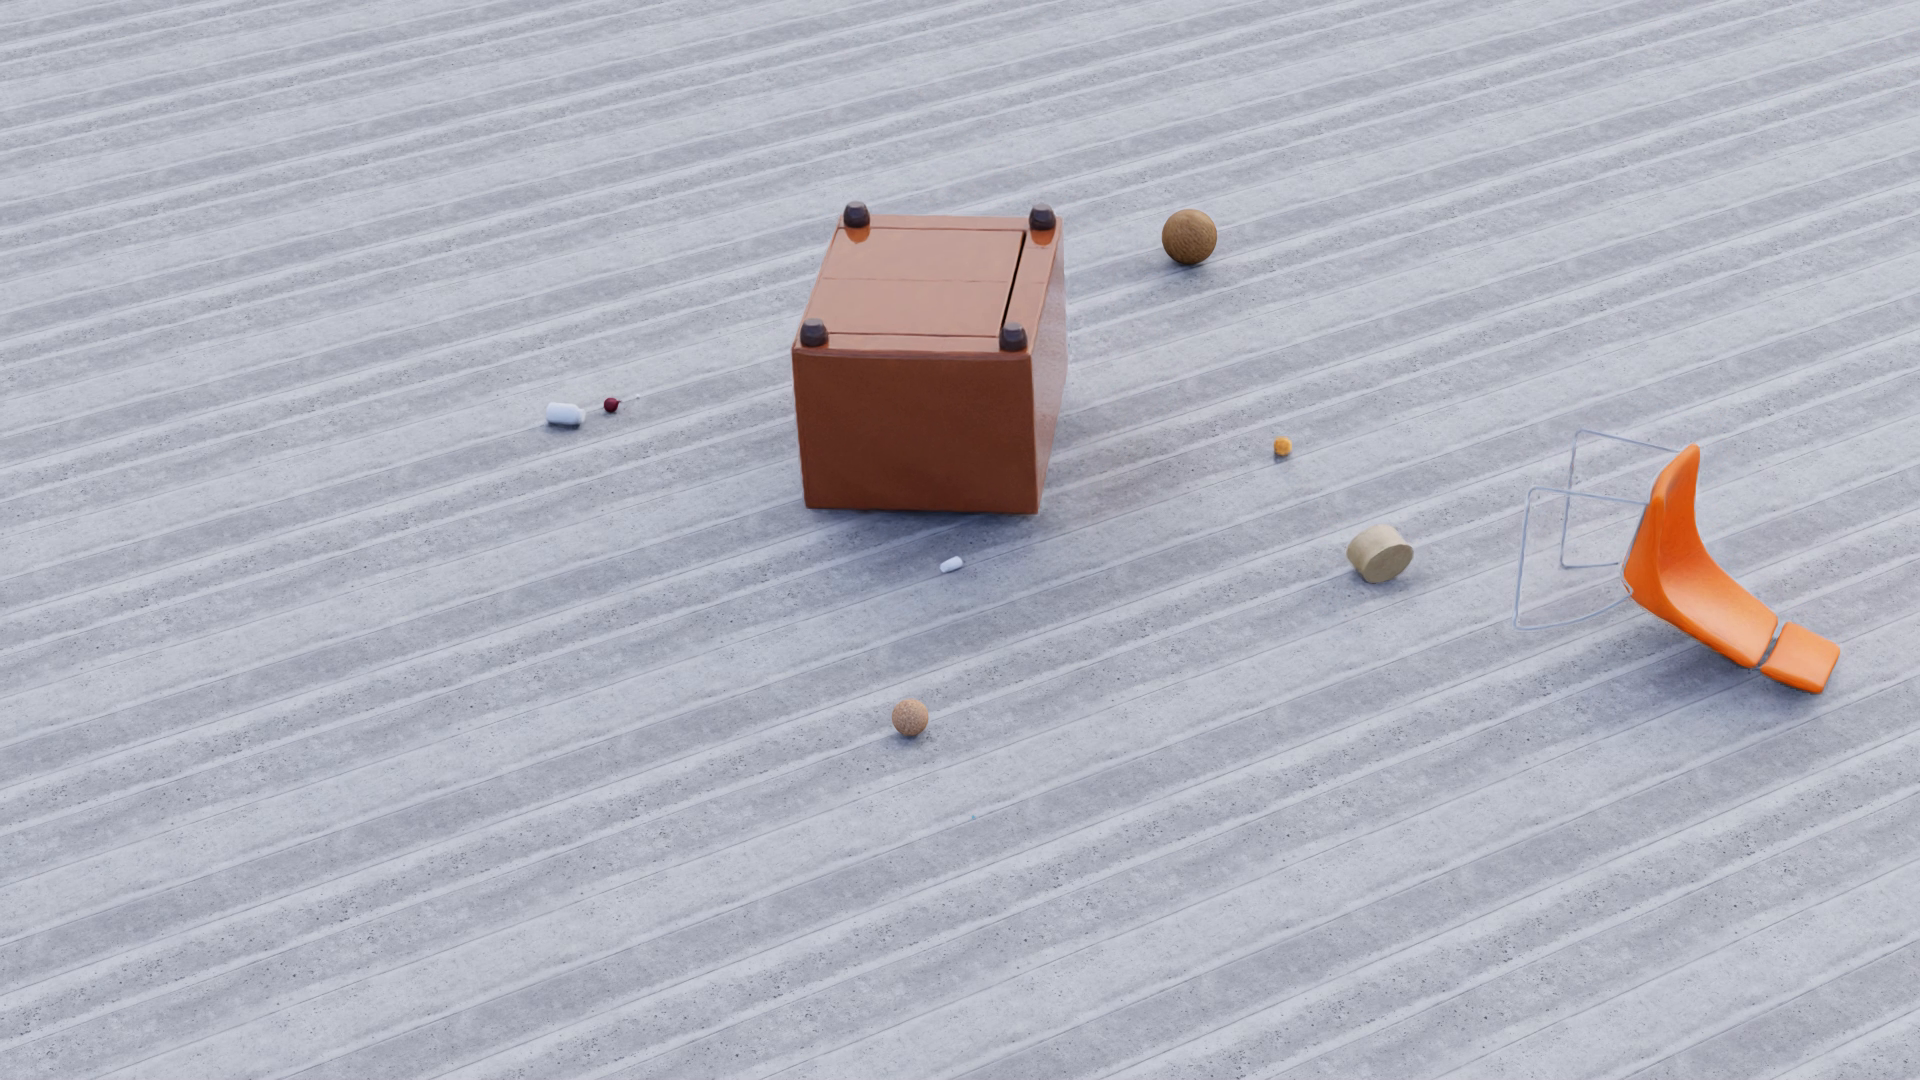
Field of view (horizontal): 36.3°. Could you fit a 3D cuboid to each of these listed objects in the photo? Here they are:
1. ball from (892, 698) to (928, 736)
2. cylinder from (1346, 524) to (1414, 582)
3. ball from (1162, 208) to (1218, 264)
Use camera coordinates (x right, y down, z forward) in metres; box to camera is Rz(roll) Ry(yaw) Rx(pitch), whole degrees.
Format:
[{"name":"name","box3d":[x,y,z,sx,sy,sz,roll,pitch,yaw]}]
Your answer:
[{"name":"ball","box3d":[-0.168,0.600,9.920,0.126,0.126,0.126,0,33,0]},{"name":"cylinder","box3d":[1.537,0.048,10.732,0.205,0.143,0.144,-29,38,-3]},{"name":"ball","box3d":[0.995,-1.316,12.722,0.242,0.242,0.242,0,33,0]}]
